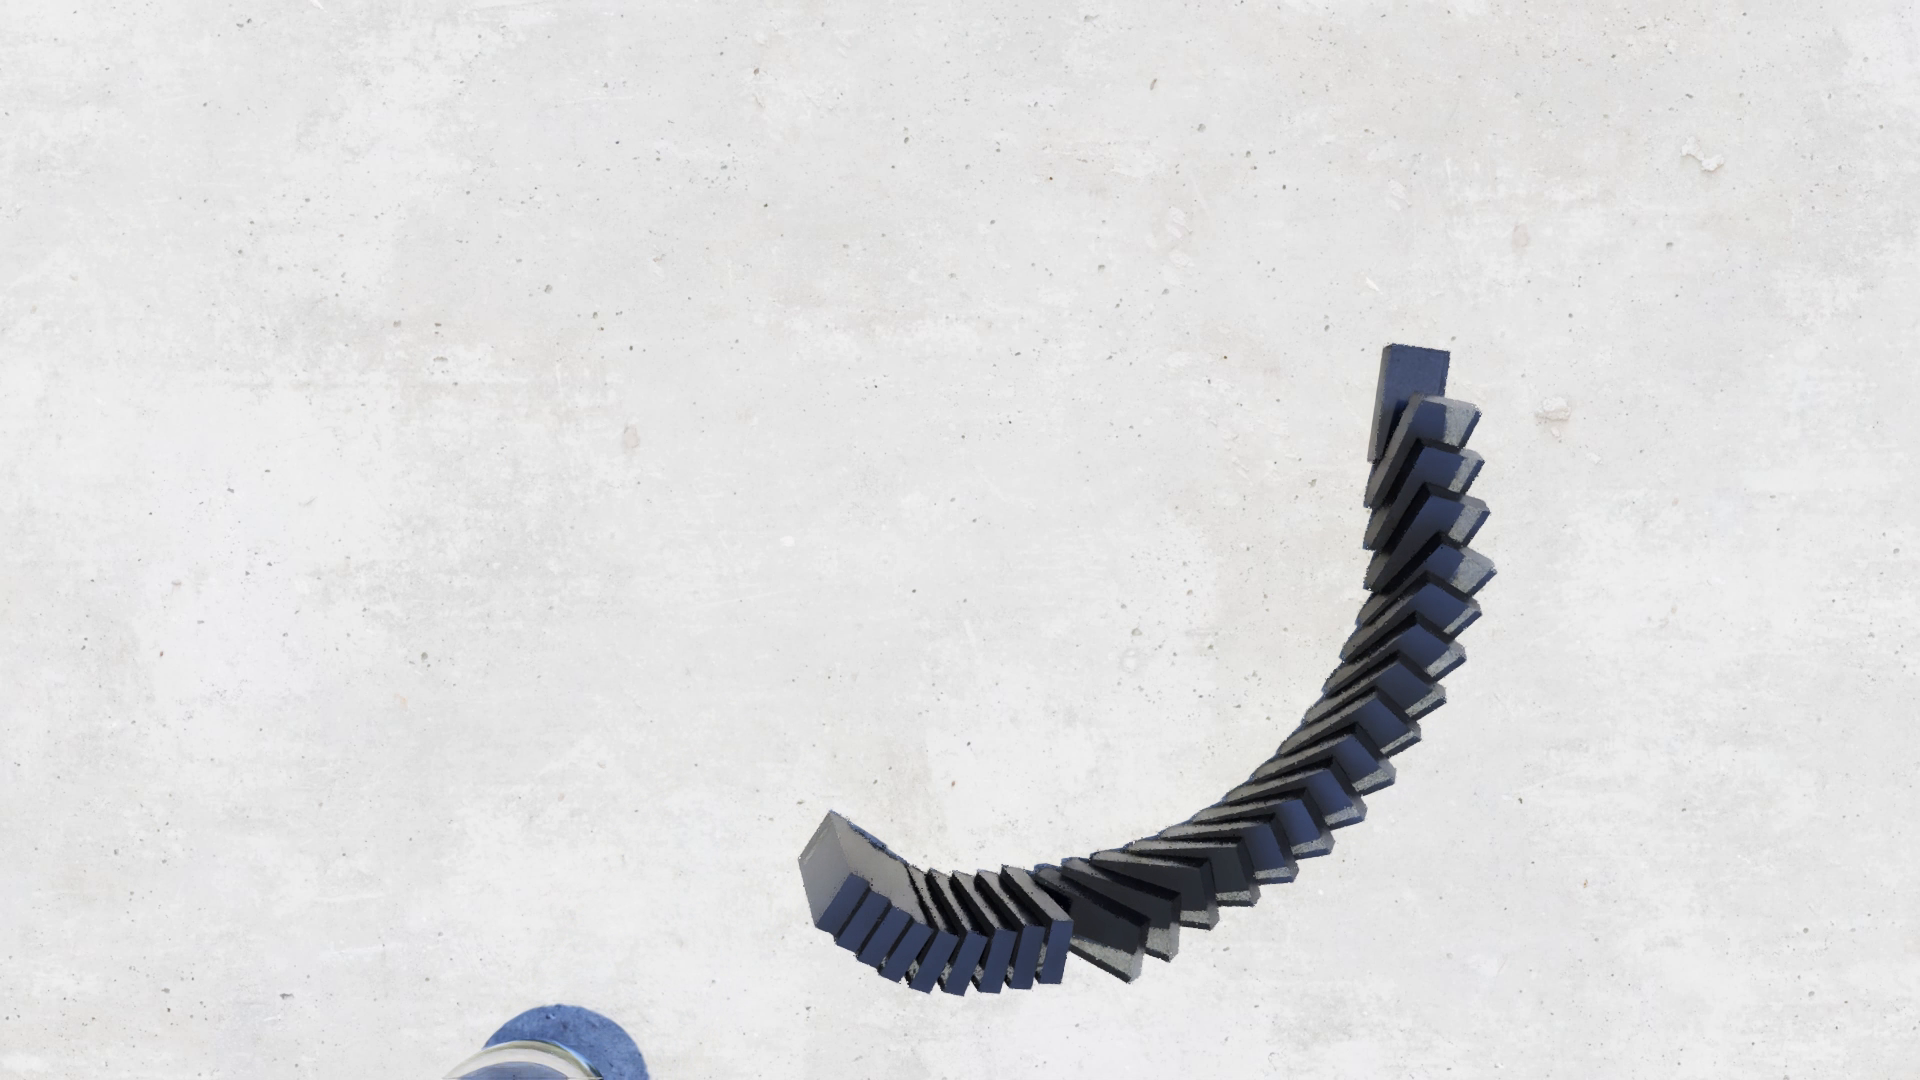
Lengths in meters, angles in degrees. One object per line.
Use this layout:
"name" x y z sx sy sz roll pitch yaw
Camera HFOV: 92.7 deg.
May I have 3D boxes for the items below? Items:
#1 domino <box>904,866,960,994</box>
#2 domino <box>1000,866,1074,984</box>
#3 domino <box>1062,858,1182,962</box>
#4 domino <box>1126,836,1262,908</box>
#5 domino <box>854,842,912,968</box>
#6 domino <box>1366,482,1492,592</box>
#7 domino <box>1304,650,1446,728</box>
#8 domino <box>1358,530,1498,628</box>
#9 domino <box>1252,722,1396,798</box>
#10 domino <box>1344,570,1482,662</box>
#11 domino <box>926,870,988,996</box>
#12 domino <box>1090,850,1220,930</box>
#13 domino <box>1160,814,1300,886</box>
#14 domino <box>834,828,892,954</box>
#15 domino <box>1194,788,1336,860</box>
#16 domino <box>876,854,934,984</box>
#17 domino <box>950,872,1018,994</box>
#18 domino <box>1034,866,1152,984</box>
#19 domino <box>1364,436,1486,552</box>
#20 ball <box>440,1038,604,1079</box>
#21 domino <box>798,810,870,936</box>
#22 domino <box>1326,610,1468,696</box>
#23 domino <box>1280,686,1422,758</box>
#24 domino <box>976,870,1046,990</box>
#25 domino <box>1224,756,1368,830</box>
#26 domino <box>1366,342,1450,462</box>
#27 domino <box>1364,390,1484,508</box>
"domino" -0.018 0.158 0.375 0.009 0.050 0.025 28 90 -21
"domino" 0.029 0.156 0.375 0.010 0.050 0.025 12 90 -21
"domino" 0.066 0.153 0.380 0.050 0.010 0.025 5 96 37
"domino" 0.096 0.138 0.381 0.050 0.010 0.025 -17 90 37
"domino" -0.036 0.148 0.375 0.010 0.050 0.025 33 90 -21
"domino" 0.194 0.003 0.382 0.025 0.009 0.050 17 125 0
"domino" 0.172 0.070 0.382 0.025 0.010 0.050 40 125 0
"domino" 0.194 0.023 0.382 0.025 0.009 0.050 29 125 0
"domino" 0.151 0.098 0.381 0.025 0.009 0.050 50 127 0
"domino" 0.187 0.038 0.382 0.025 0.009 0.050 31 125 -1
"domino" -0.006 0.159 0.375 0.009 0.050 0.025 23 90 -21
"domino" 0.080 0.145 0.381 0.050 0.009 0.025 -10 90 38
"domino" 0.111 0.130 0.381 0.050 0.009 0.025 -22 90 37
"domino" -0.045 0.142 0.375 0.009 0.050 0.025 33 90 -21
"domino" 0.126 0.121 0.381 0.050 0.010 0.025 -28 90 37
"domino" -0.028 0.153 0.375 0.009 0.050 0.025 33 90 -21
"domino" 0.006 0.159 0.375 0.010 0.050 0.025 16 90 -21
"domino" 0.052 0.158 0.379 0.050 0.010 0.025 15 102 36
"domino" 0.193 -0.016 0.383 0.025 0.010 0.050 14 122 0
"ball" -0.177 0.241 0.360 0.080 0.080 0.080 0 90 0
"domino" -0.052 0.135 0.375 0.010 0.050 0.025 33 90 -21
"domino" 0.181 0.055 0.382 0.025 0.009 0.050 36 125 -1
"domino" 0.162 0.084 0.382 0.025 0.010 0.050 43 125 0
"domino" 0.017 0.158 0.375 0.010 0.050 0.025 13 90 -21
"domino" 0.139 0.110 0.381 0.050 0.010 0.025 -34 90 37
"domino" 0.193 -0.057 0.395 0.025 0.010 0.050 8 90 0
"domino" 0.192 -0.035 0.383 0.025 0.009 0.050 12 122 0
